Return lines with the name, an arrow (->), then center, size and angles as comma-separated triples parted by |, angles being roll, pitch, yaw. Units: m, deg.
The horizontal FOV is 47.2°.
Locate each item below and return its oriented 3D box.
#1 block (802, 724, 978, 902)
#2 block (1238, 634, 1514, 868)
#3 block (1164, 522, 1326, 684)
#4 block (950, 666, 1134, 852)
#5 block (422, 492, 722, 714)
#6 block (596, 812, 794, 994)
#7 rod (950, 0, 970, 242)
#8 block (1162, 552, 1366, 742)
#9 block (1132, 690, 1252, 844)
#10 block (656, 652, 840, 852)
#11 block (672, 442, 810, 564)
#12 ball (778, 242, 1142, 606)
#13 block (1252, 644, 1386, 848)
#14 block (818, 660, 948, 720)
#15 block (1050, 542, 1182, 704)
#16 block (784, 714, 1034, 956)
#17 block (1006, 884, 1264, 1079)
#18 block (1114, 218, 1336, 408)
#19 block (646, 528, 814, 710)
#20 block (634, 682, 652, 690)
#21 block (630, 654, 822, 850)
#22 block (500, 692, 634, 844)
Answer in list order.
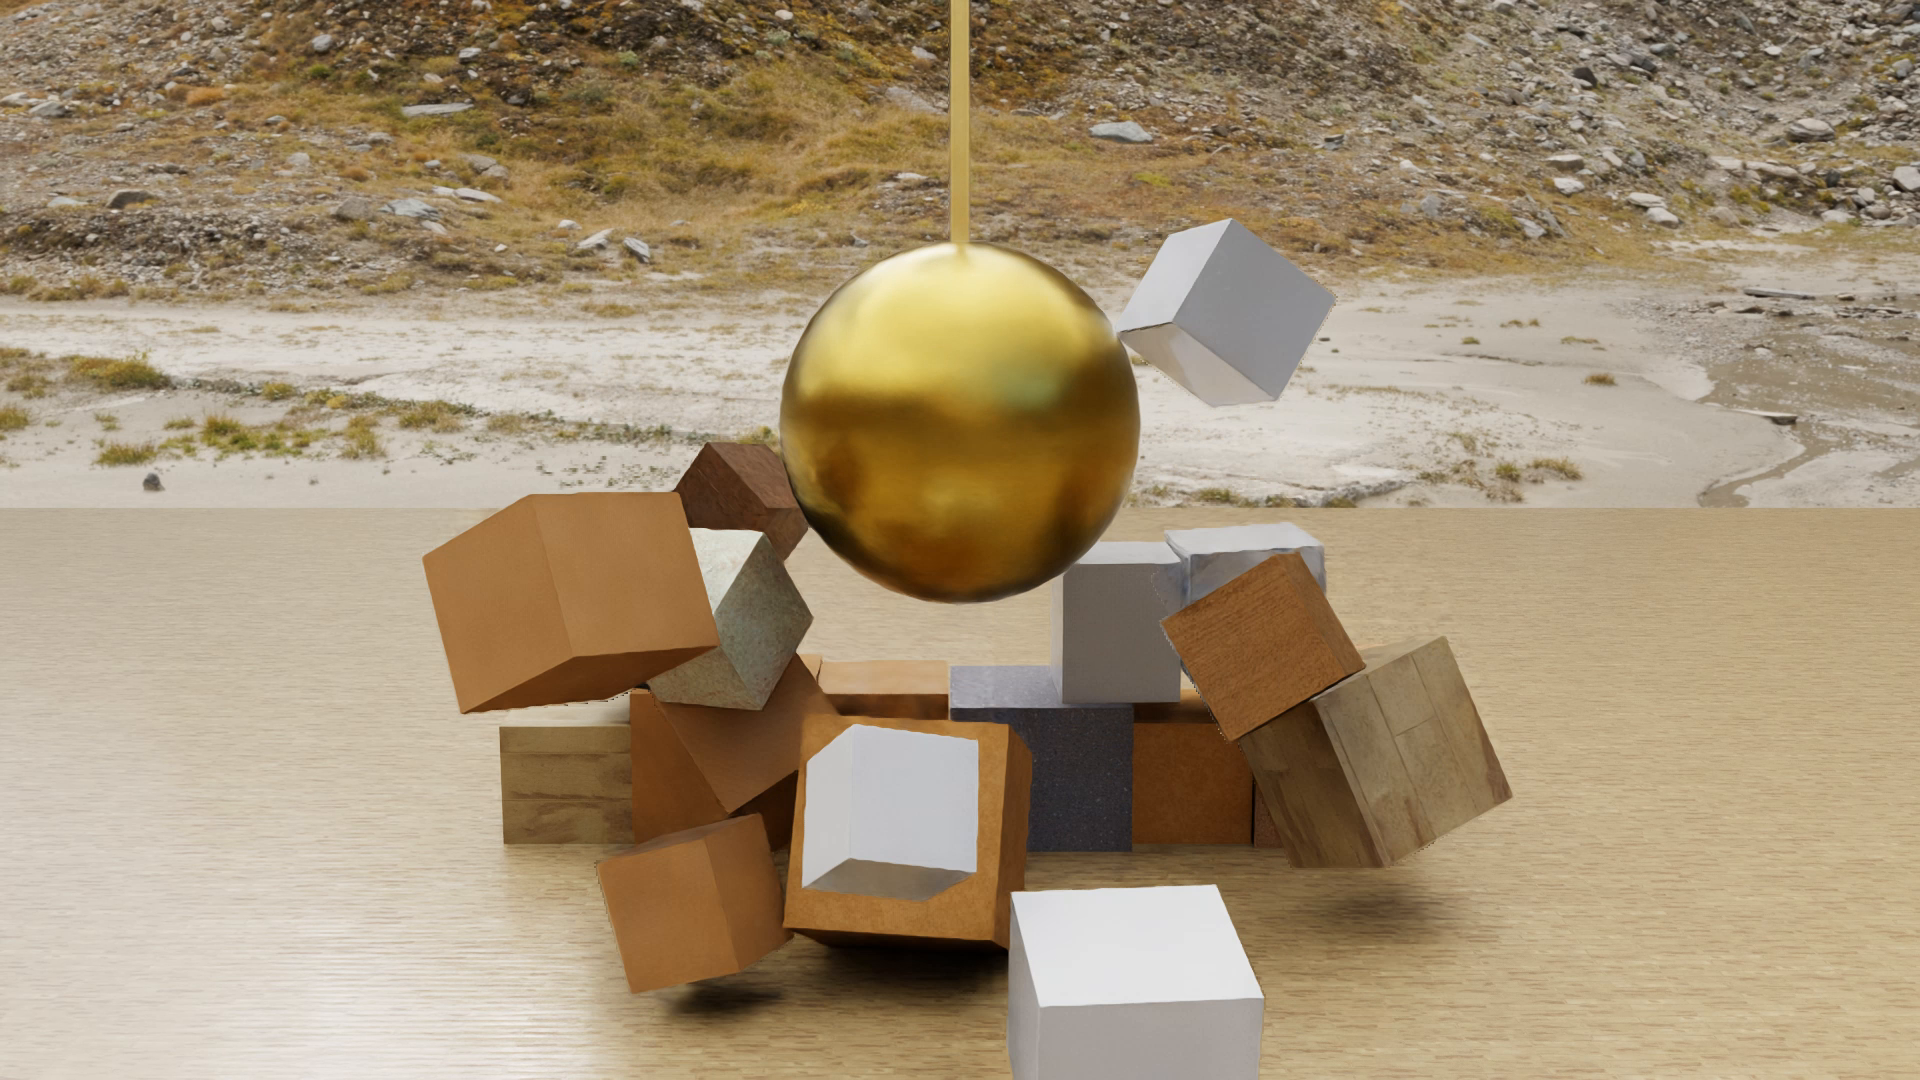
block -> -0.260, 1.018, 8.127 | 0.487, 0.493, 0.531 | 10, -23, -20
block -> 1.869, 0.980, 10.088 | 0.744, 0.791, 0.812 | -23, 1, -22
block -> 1.448, 0.311, 11.216 | 0.677, 0.656, 0.685 | -4, 10, -5
block -> 0.405, 1.114, 11.370 | 0.907, 0.740, 0.894 | 0, 10, 0
block -> -1.615, 0.254, 9.158 | 0.732, 0.683, 0.816 | -25, -14, 36
block -> -1.080, 1.485, 9.039 | 0.497, 0.545, 0.550 | -15, -1, 19
rod -> 0.000, -3.908, 9.874 | 0.080, 5.200, 0.080 | 0, -3, 0
block -> 1.299, 0.448, 9.355 | 0.560, 0.574, 0.549 | -32, -9, 17
block -> 1.169, 1.165, 11.407 | 0.603, 0.627, 0.706 | 0, 10, 0
block -> -0.905, 0.966, 10.356 | 0.658, 0.653, 0.799 | -33, -23, -9
block -> -1.077, -0.171, 10.985 | 0.486, 0.407, 0.488 | 46, 22, 22
ball -> 0.000, -0.512, 9.711 | 1.600, 1.600, 1.600 | 0, 10, 0
block -> 1.894, 1.052, 11.376 | 0.826, 0.860, 0.836 | 0, 10, 0
block -> -0.393, 1.091, 11.366 | 0.663, 0.787, 0.708 | 0, 10, -1
block -> 0.787, 0.410, 11.194 | 0.592, 0.708, 0.600 | -1, 10, -3
block -> -0.200, 1.274, 9.418 | 0.875, 0.891, 0.739 | 2, -15, 10
block -> 0.602, 1.728, 7.876 | 0.766, 0.655, 0.770 | -1, 21, -6
block -> 1.162, -0.995, 9.766 | 0.605, 0.541, 0.616 | 34, -11, -18
block -> -1.121, 0.348, 9.885 | 0.578, 0.569, 0.555 | 3, 47, 31
block -> -1.521, 0.325, 11.224 | 0.689, 0.738, 0.631 | 5, 12, 19
block -> -1.184, 1.081, 11.377 | 0.905, 0.802, 0.847 | 0, 10, 0
block -> -1.977, 1.174, 11.396 | 0.659, 0.612, 0.681 | 0, 10, 0
